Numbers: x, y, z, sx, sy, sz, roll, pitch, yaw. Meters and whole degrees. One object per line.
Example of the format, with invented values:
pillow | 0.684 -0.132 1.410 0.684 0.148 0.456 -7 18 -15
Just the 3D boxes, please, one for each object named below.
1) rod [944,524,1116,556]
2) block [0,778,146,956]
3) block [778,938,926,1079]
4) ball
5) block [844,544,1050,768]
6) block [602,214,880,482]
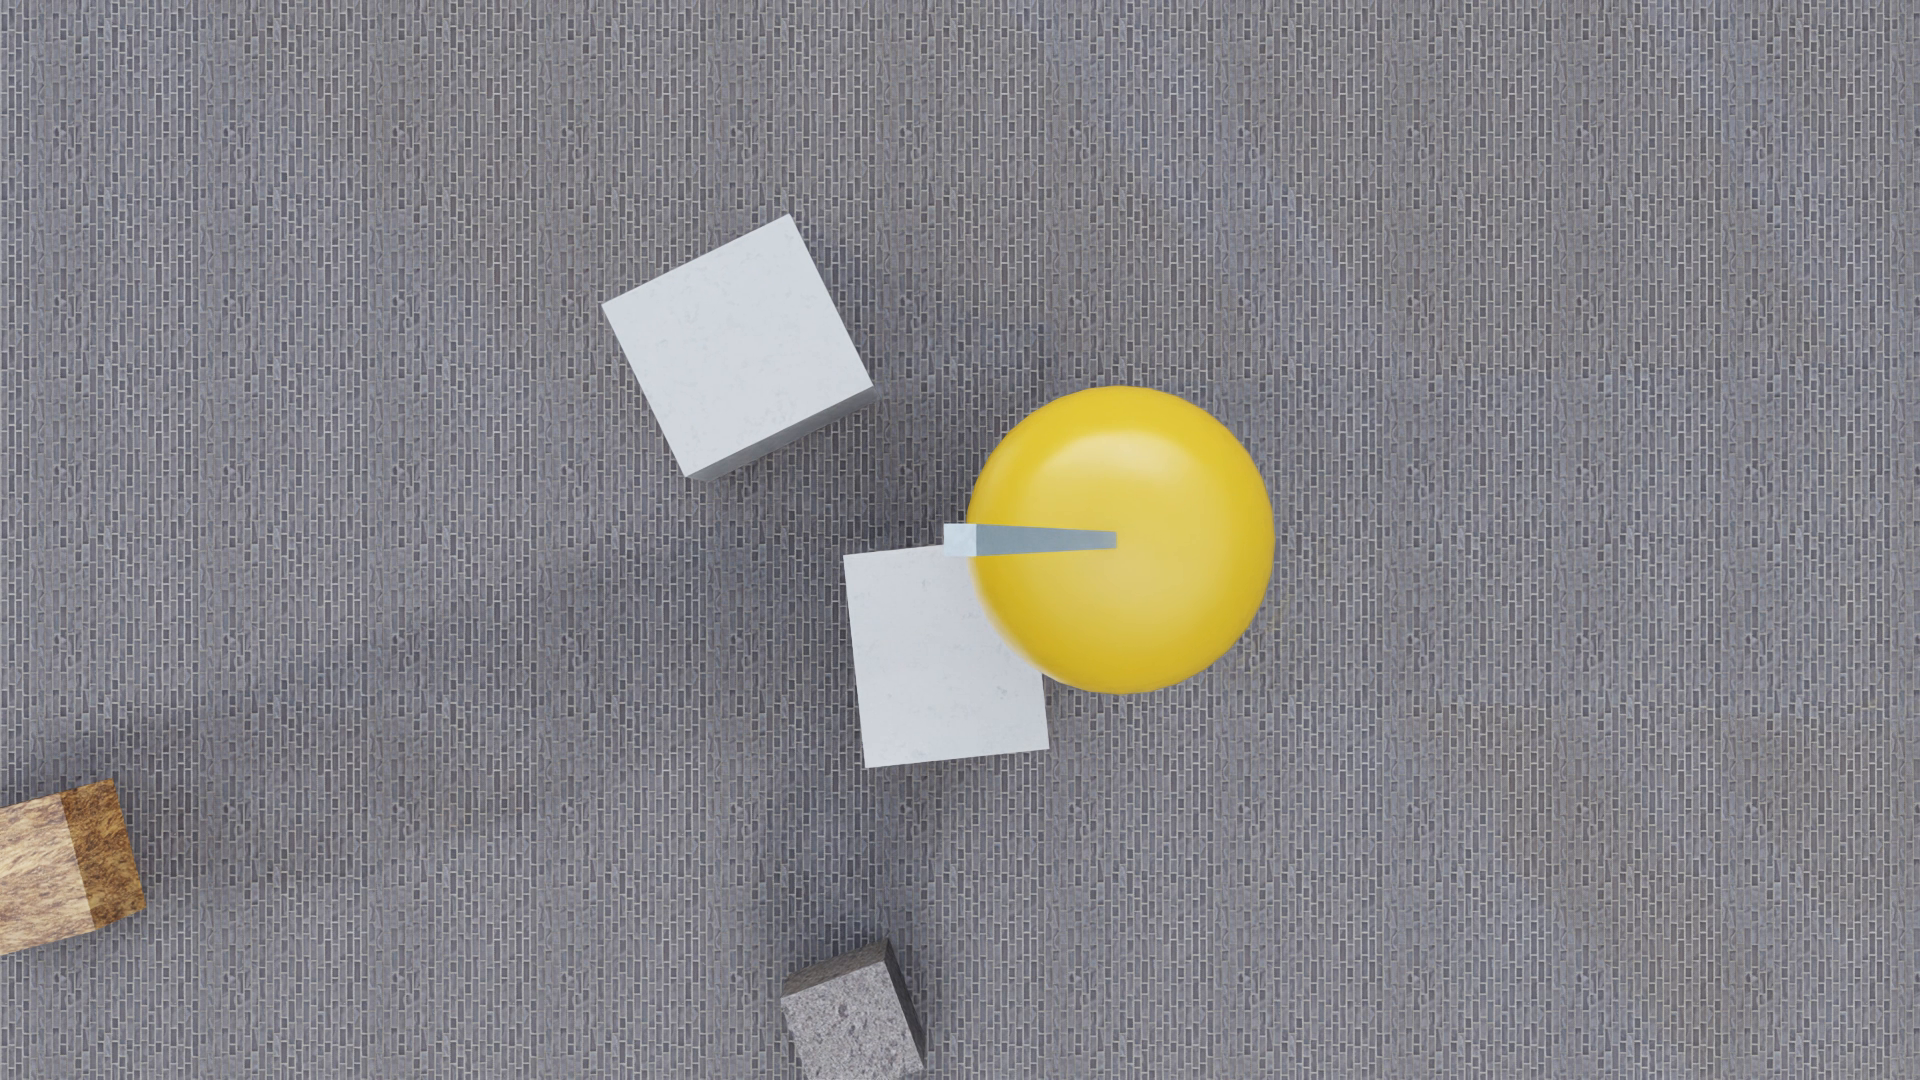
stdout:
rod | 0.356 0.000 7.976 0.080 5.200 0.080 0 90 8
block | -5.299 1.892 12.612 0.809 0.775 0.790 -15 90 0
block | -0.606 2.755 12.633 0.625 0.735 0.643 -20 90 0
ball | 0.821 0.000 11.344 1.600 1.600 1.600 0 90 0
block | -0.075 0.612 12.503 1.010 0.995 1.168 -6 90 0
block | -1.203 -1.052 12.439 1.130 1.122 1.034 -26 90 0
